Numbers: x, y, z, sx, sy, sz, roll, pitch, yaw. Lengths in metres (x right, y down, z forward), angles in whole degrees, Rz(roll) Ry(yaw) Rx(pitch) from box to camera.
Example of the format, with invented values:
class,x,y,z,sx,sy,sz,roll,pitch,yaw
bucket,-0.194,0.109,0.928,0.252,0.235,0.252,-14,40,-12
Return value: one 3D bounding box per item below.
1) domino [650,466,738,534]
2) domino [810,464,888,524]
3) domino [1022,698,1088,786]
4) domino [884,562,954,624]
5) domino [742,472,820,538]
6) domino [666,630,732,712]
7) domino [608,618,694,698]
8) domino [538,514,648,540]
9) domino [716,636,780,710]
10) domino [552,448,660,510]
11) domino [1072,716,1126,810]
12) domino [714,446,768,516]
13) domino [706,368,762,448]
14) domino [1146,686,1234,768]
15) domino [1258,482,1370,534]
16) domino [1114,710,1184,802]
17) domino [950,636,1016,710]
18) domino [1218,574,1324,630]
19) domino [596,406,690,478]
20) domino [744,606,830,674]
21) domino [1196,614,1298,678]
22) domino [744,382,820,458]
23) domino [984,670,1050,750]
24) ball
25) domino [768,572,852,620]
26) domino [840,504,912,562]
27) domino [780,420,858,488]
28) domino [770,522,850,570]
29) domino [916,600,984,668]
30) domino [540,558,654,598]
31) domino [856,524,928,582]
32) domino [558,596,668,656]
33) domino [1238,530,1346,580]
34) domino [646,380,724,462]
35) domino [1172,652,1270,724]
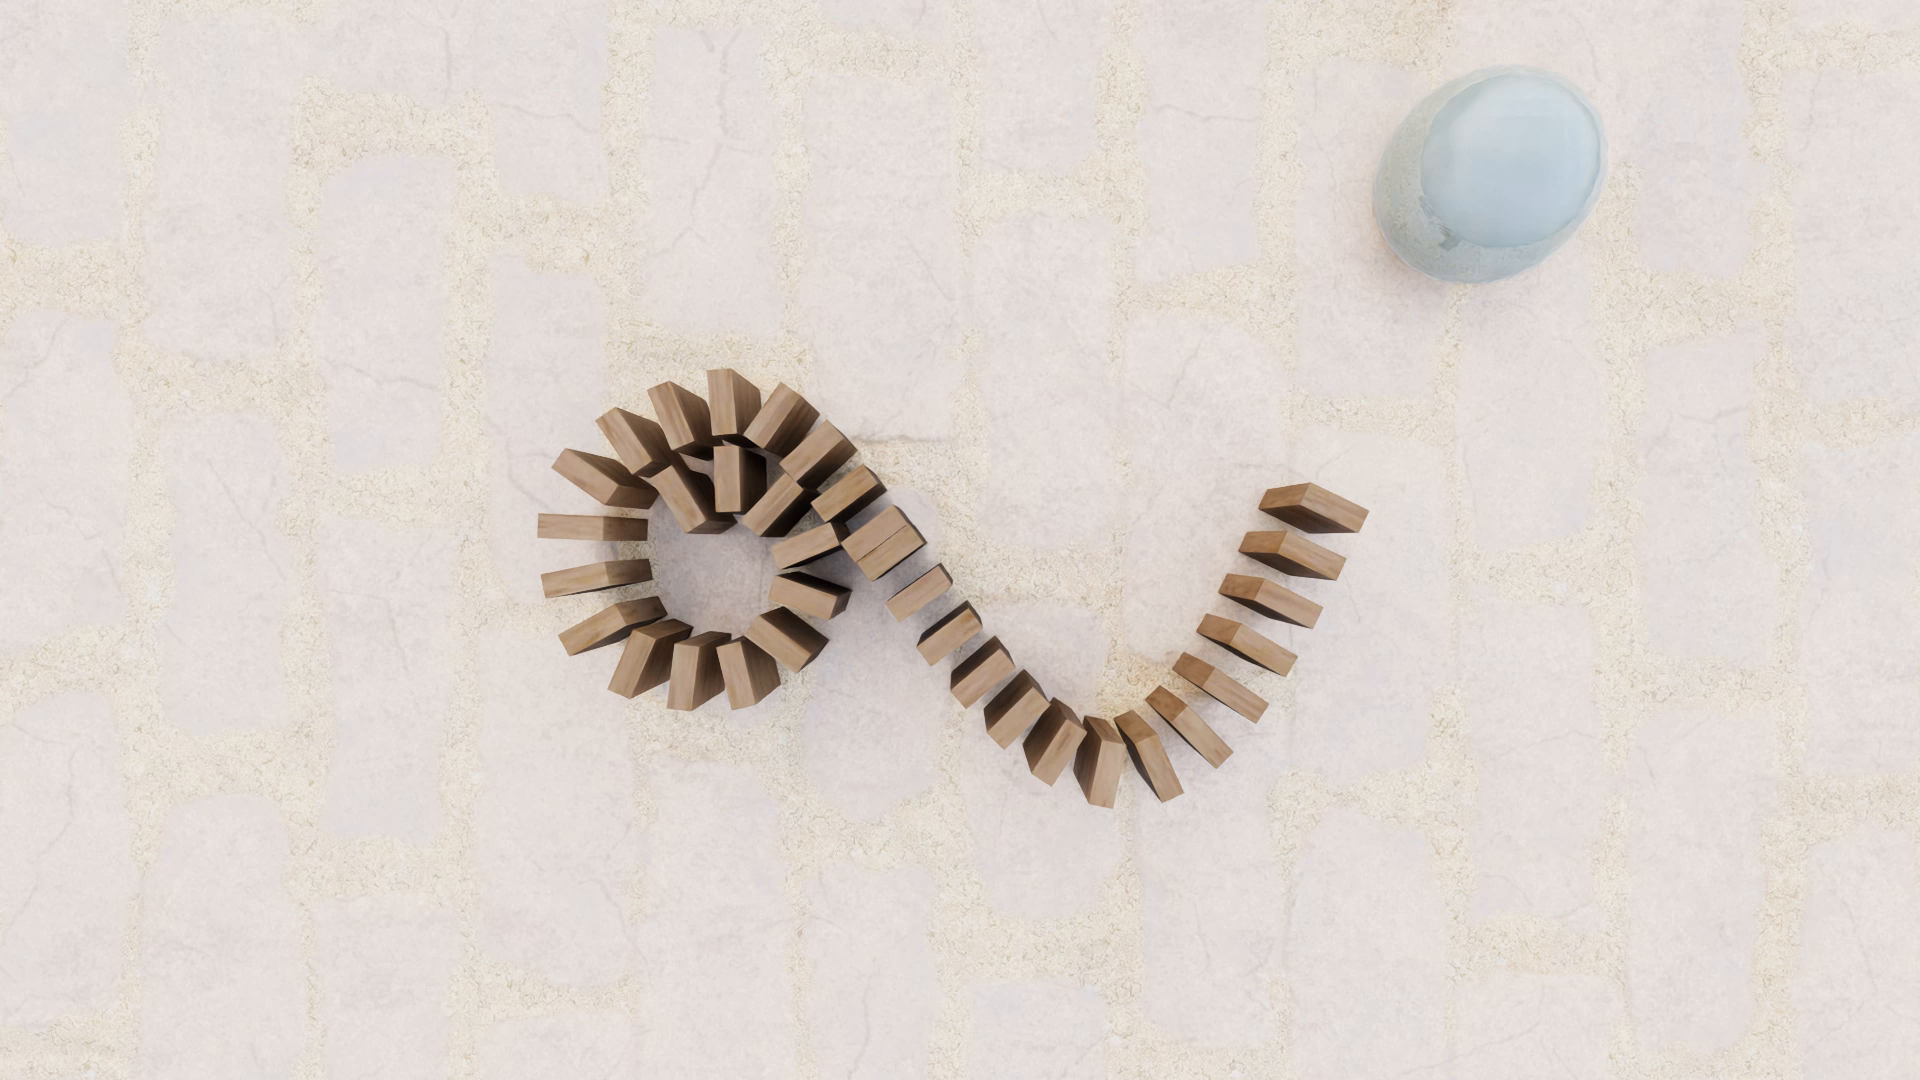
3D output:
class,x,y,z,sx,sy,sz,roll,pitch,yaw
domino,-0.108,-0.015,0.375,0.010,0.050,0.025,-32,90,0
domino,-0.044,-0.018,0.375,0.025,0.050,0.010,-37,90,0
domino,0.038,0.081,0.375,0.010,0.050,0.025,33,90,0
domino,-0.016,0.021,0.375,0.025,0.050,0.010,-35,90,0
domino,-0.072,-0.013,0.375,0.009,0.050,0.025,43,90,0
domino,-0.106,0.053,0.375,0.009,0.050,0.025,7,90,0
domino,-0.126,0.047,0.375,0.010,0.050,0.025,23,90,0
domino,-0.149,-0.005,0.375,0.025,0.050,0.010,3,90,0
domino,-0.086,0.052,0.375,0.009,0.050,0.025,-14,90,0
domino,-0.143,-0.024,0.375,0.025,0.050,0.009,35,90,0
domino,0.056,0.090,0.375,0.009,0.050,0.025,12,90,0
domino,-0.089,-0.023,0.375,0.010,0.050,0.025,-2,90,0
domino,-0.091,-0.053,0.375,0.010,0.050,0.025,-5,90,0
domino,0.093,0.075,0.375,0.009,0.050,0.025,-44,90,0
domino,0.143,-0.012,0.375,0.025,0.050,0.009,26,90,0
domino,0.076,0.087,0.375,0.009,0.050,0.025,-25,90,0
domino,0.009,0.053,0.375,0.025,0.050,0.009,-40,90,0
domino,0.126,0.024,0.375,0.025,0.050,0.010,27,90,0
domino,-0.129,-0.038,0.375,0.010,0.050,0.025,-34,90,0
domino,-0.070,0.040,0.375,0.025,0.050,0.009,37,90,0
domino,0.116,0.042,0.375,0.025,0.050,0.009,30,90,0
domino,-0.072,-0.048,0.375,0.009,0.050,0.025,35,90,0
domino,0.022,0.068,0.375,0.025,0.050,0.010,-44,90,0
ball,0.206,-0.142,0.360,0.080,0.080,0.080,0,90,0
domino,-0.060,0.022,0.375,0.025,0.050,0.009,19,90,0
domino,-0.033,-0.002,0.375,0.025,0.050,0.009,-36,90,0
domino,-0.057,-0.034,0.375,0.025,0.050,0.009,-42,90,0
domino,-0.059,0.002,0.375,0.025,0.050,0.009,-23,90,0
domino,-0.004,0.037,0.375,0.025,0.050,0.010,-37,90,0
domino,-0.147,0.015,0.375,0.025,0.050,0.010,-12,90,0
domino,-0.027,0.005,0.375,0.025,0.050,0.010,-37,90,0
domino,-0.141,0.034,0.375,0.025,0.050,0.009,-29,90,0
domino,0.135,0.006,0.375,0.025,0.050,0.009,25,90,0
domino,-0.111,-0.048,0.375,0.010,0.050,0.025,-22,90,0
domino,0.105,0.060,0.375,0.025,0.050,0.010,34,90,0
